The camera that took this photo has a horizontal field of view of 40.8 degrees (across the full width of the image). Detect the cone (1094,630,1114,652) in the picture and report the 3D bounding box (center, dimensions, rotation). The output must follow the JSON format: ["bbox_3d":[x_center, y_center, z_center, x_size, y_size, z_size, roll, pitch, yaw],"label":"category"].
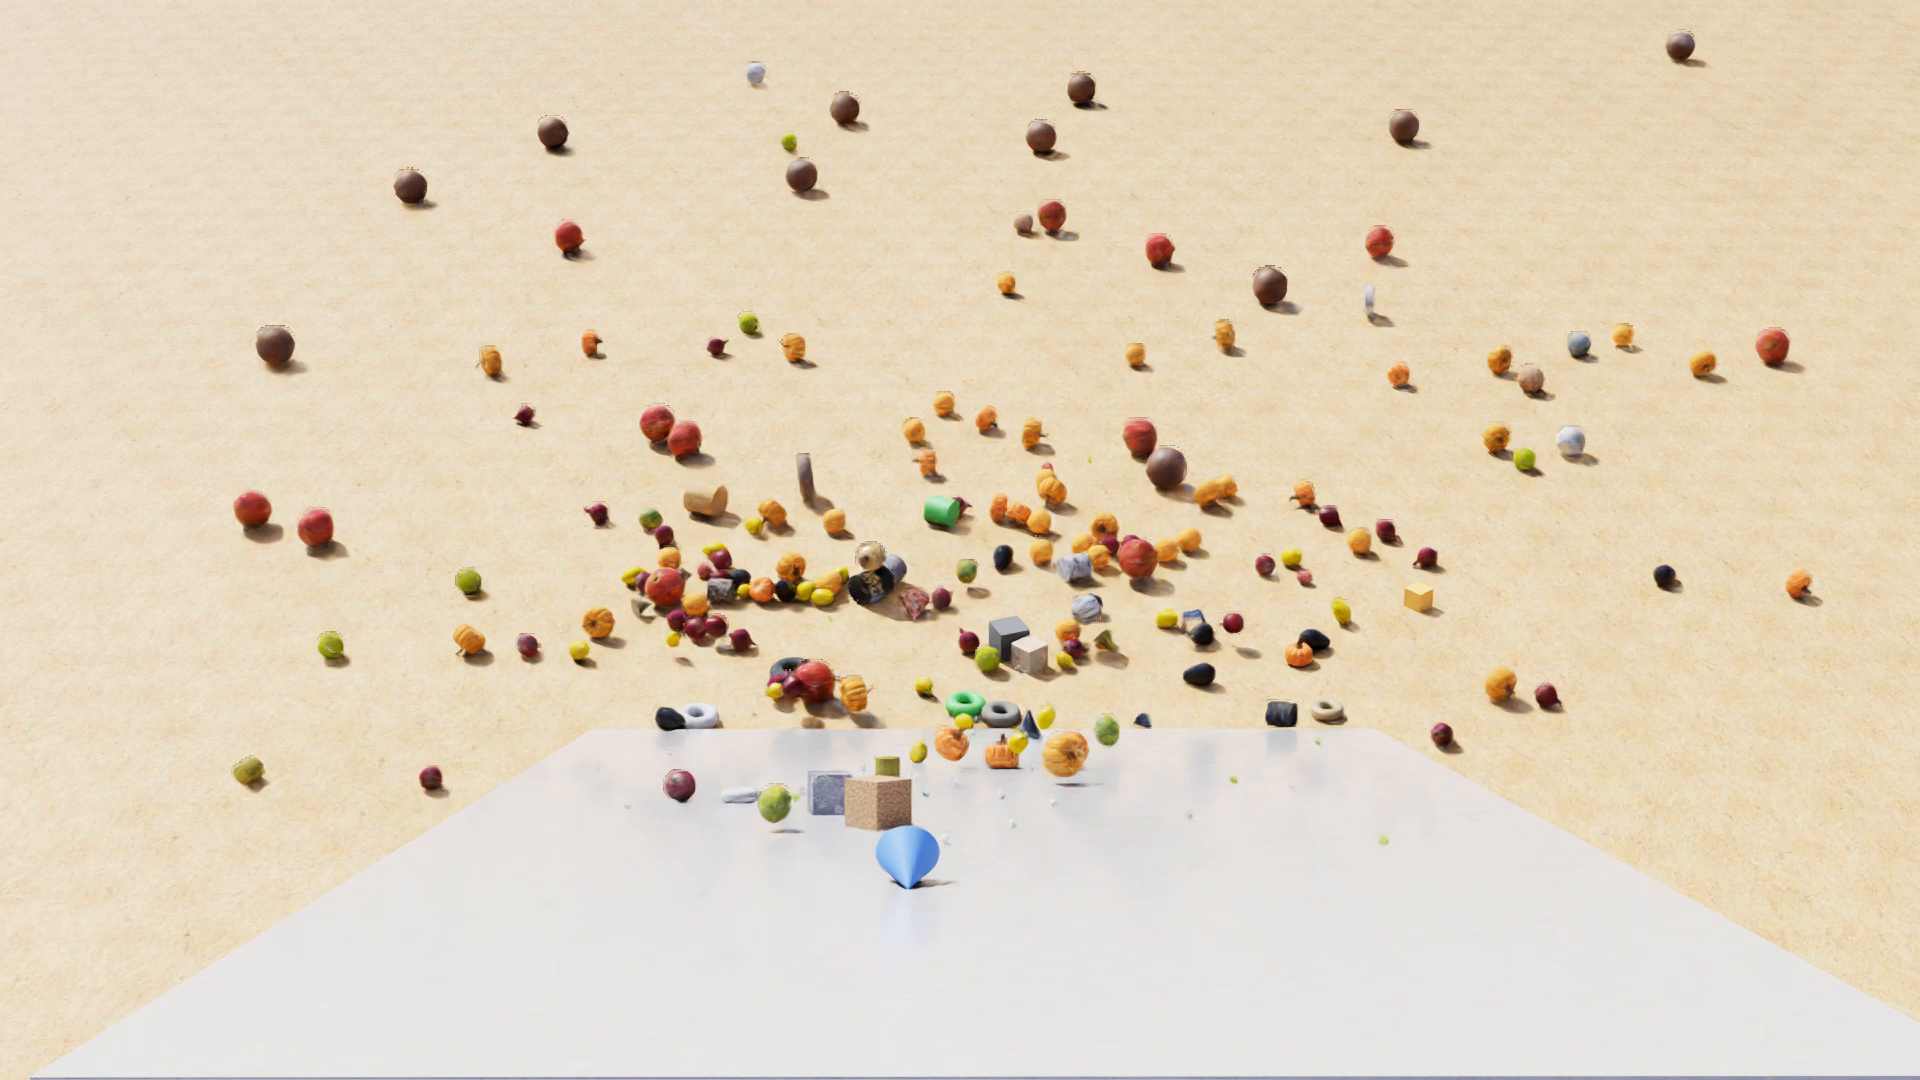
[{"bbox_3d":[0.409,0.287,7.136,0.057,0.057,0.057,-19,60,-32],"label":"cone"}]

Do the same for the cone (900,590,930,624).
[{"bbox_3d":[-0.127,0.200,7.287,0.087,0.087,0.087,0,54,0],"label":"cone"}]

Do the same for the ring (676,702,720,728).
[{"bbox_3d":[-0.689,0.465,6.782,0.114,0.038,0.114,1,27,-1],"label":"ring"}]

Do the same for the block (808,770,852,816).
[{"bbox_3d":[-0.242,0.471,4.815,0.074,0.074,0.074,0,1,-10],"label":"block"}]

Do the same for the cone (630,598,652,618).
[{"bbox_3d":[-0.893,0.185,7.298,0.056,0.056,0.056,-16,31,-29],"label":"cone"}]

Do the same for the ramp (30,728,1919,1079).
[{"bbox_3d":[0.062,0.561,4.599,2.000,0.100,4.000,0,1,0],"label":"ramp"}]

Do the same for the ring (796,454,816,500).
[{"bbox_3d":[-0.474,-0.192,7.923,0.047,0.141,0.141,-7,28,-3],"label":"ring"}]

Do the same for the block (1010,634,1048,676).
[{"bbox_3d":[0.189,0.313,7.037,0.071,0.071,0.071,-23,35,-37],"label":"block"}]

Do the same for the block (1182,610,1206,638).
[{"bbox_3d":[0.651,0.233,7.210,0.053,0.053,0.053,-5,28,-10],"label":"block"}]

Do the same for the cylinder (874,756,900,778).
[{"bbox_3d":[-0.149,0.474,5.319,0.053,0.053,0.053,0,1,0],"label":"cylinder"}]

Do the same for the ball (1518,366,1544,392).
[{"bbox_3d":[1.912,-0.538,8.647,0.089,0.089,0.089,0,28,0],"label":"ball"}]

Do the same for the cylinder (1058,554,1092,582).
[{"bbox_3d":[0.333,0.079,7.481,0.075,0.075,0.075,-7,27,-28],"label":"cylinder"}]

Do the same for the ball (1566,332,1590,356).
[{"bbox_3d":[2.137,-0.676,8.919,0.080,0.080,0.080,0,28,0],"label":"ball"}]

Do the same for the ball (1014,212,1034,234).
[{"bbox_3d":[0.245,-1.224,9.969,0.079,0.079,0.079,0,28,0],"label":"ball"}]

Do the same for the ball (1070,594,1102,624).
[{"bbox_3d":[0.346,0.191,7.099,0.084,0.084,0.084,0,28,0],"label":"ball"}]

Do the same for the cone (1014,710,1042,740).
[{"bbox_3d":[0.168,0.449,6.320,0.073,0.073,0.073,0,1,0],"label":"cone"}]

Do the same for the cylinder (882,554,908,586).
[{"bbox_3d":[-0.207,0.094,7.446,0.081,0.081,0.081,14,31,24],"label":"cylinder"}]

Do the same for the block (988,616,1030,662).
[{"bbox_3d":[0.135,0.272,7.099,0.086,0.086,0.086,-11,30,-20],"label":"block"}]

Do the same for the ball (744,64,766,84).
[{"bbox_3d":[-0.923,-2.099,11.627,0.093,0.093,0.093,0,28,0],"label":"ball"}]

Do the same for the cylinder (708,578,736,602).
[{"bbox_3d":[-0.680,0.144,7.366,0.066,0.066,0.066,5,28,9],"label":"cylinder"}]

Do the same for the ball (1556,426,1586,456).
[{"bbox_3d":[1.942,-0.314,8.211,0.095,0.095,0.095,0,28,0],"label":"ball"}]

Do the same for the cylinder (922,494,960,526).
[{"bbox_3d":[-0.056,-0.089,7.794,0.082,0.082,0.082,15,31,26],"label":"cylinder"}]

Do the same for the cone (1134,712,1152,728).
[{"bbox_3d":[0.488,0.484,6.722,0.053,0.053,0.053,-11,39,-21],"label":"cone"}]

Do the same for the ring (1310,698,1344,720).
[{"bbox_3d":[0.968,0.448,6.824,0.090,0.030,0.090,0,26,0],"label":"ring"}]

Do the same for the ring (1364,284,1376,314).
[{"bbox_3d":[1.460,-0.858,9.213,0.037,0.110,0.110,3,28,10],"label":"ring"}]

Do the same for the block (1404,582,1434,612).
[{"bbox_3d":[1.303,0.162,7.340,0.058,0.058,0.058,-23,35,-36],"label":"block"}]

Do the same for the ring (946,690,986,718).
[{"bbox_3d":[0.015,0.435,6.841,0.109,0.036,0.109,1,27,-1],"label":"ring"}]

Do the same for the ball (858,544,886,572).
[{"bbox_3d":[-0.251,0.050,7.326,0.078,0.078,0.078,0,28,0],"label":"ball"}]

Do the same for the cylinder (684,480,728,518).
[{"bbox_3d":[-0.772,-0.125,7.846,0.098,0.098,0.098,13,30,23],"label":"cylinder"}]

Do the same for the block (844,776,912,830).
[{"bbox_3d":[-0.146,0.468,4.605,0.085,0.085,0.085,1,1,45],"label":"block"}]

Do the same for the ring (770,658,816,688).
[{"bbox_3d":[-0.453,0.357,6.985,0.125,0.042,0.125,-1,27,1],"label":"ring"}]

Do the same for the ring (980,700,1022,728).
[{"bbox_3d":[0.108,0.458,6.799,0.106,0.035,0.106,1,27,-1],"label":"ring"}]

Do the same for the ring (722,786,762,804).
[{"bbox_3d":[-0.422,0.493,4.988,0.077,0.026,0.077,-1,2,0],"label":"ring"}]

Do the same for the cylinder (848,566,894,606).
[{"bbox_3d":[-0.253,0.129,7.366,0.093,0.093,0.093,23,36,37],"label":"cylinder"}]
